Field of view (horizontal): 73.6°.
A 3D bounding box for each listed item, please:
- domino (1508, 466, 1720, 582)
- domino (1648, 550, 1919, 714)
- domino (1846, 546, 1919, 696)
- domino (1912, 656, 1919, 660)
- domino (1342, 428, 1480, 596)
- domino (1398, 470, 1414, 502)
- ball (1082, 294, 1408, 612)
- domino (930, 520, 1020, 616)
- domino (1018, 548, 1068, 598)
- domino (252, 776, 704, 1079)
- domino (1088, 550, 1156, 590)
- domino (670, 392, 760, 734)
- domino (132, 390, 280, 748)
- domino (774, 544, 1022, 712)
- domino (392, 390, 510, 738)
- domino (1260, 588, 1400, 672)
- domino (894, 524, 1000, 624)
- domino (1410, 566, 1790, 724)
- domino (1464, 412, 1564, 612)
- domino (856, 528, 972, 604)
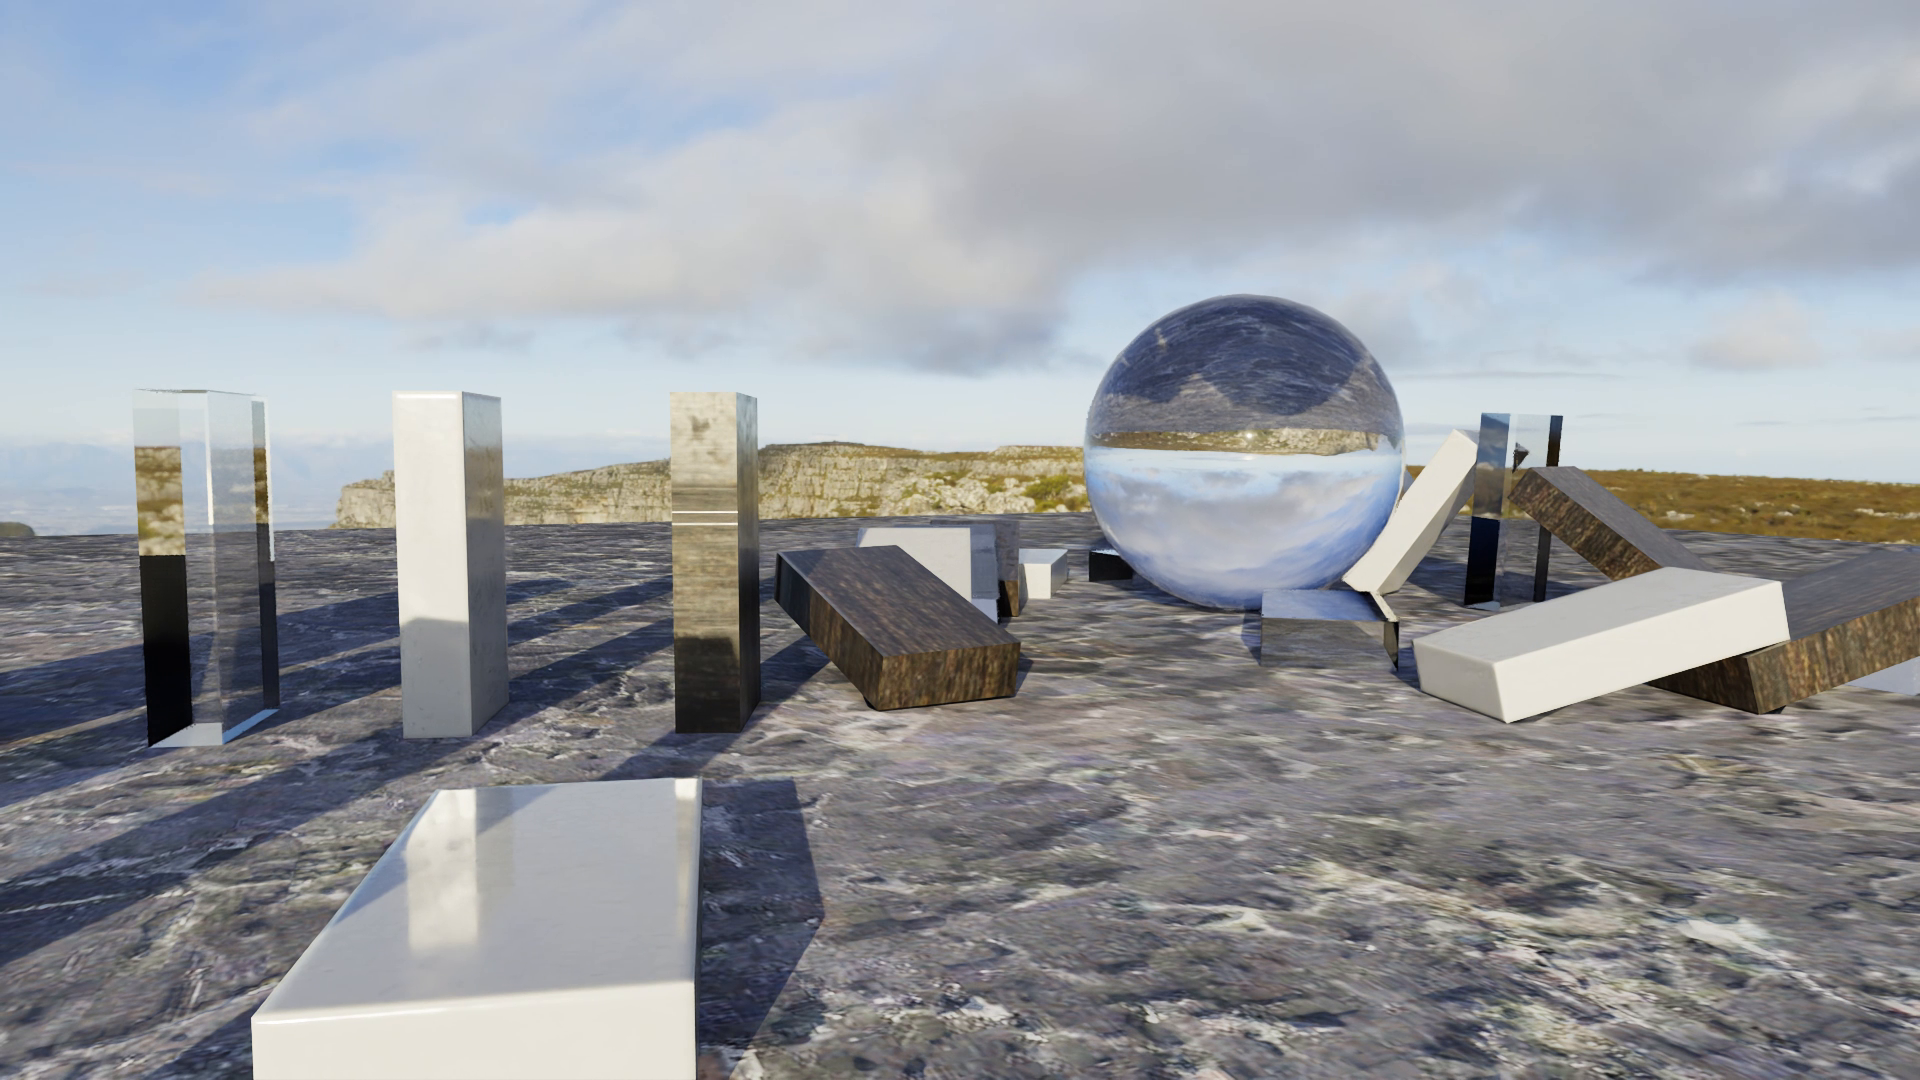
[{"bbox_3d":[0.161,0.001,0.312,0.025,0.010,0.050,-4,41,-41],"label":"domino"},{"bbox_3d":[0.146,0.015,0.217,0.050,0.009,0.025,-17,7,-8],"label":"domino"},{"bbox_3d":[0.177,0.014,0.238,0.050,0.010,0.025,-18,12,-24],"label":"domino"},{"bbox_3d":[0.189,0.017,0.280,0.025,0.010,0.050,2,5,26],"label":"domino"},{"bbox_3d":[0.127,-0.007,0.352,0.010,0.050,0.025,43,26,26],"label":"domino"},{"bbox_3d":[0.106,-0.003,0.367,0.050,0.009,0.025,-37,-14,26],"label":"domino"},{"bbox_3d":[0.071,-0.022,0.325,0.080,0.080,0.080,0,4,0],"label":"ball"},{"bbox_3d":[0.003,0.007,0.339,0.025,0.010,0.050,0,18,3],"label":"domino"},{"bbox_3d":[0.017,0.009,0.380,0.025,0.009,0.050,1,4,10],"label":"domino"},{"bbox_3d":[-0.033,0.030,0.101,0.025,0.009,0.050,-1,4,-11],"label":"domino"},{"bbox_3d":[0.068,0.008,0.395,0.050,0.009,0.025,-2,5,-25],"label":"domino"},{"bbox_3d":[-0.038,0.003,0.199,0.009,0.050,0.025,0,4,-2],"label":"domino"},{"bbox_3d":[-0.111,0.003,0.191,0.009,0.050,0.025,-1,4,-11],"label":"domino"},{"bbox_3d":[-0.013,0.014,0.229,0.025,0.010,0.050,-4,20,-28],"label":"domino"},{"bbox_3d":[-0.077,0.003,0.196,0.010,0.050,0.025,-1,4,-7],"label":"domino"},{"bbox_3d":[0.076,0.018,0.266,0.025,0.010,0.050,1,4,14],"label":"domino"},{"bbox_3d":[-0.004,0.009,0.302,0.025,0.010,0.050,0,19,0],"label":"domino"},{"bbox_3d":[0.104,0.016,0.211,0.050,0.010,0.025,-14,6,-8],"label":"domino"},{"bbox_3d":[0.144,-0.008,0.334,0.025,0.050,0.010,-4,9,-41],"label":"domino"},{"bbox_3d":[-0.010,0.011,0.268,0.025,0.009,0.050,0,21,0],"label":"domino"}]
